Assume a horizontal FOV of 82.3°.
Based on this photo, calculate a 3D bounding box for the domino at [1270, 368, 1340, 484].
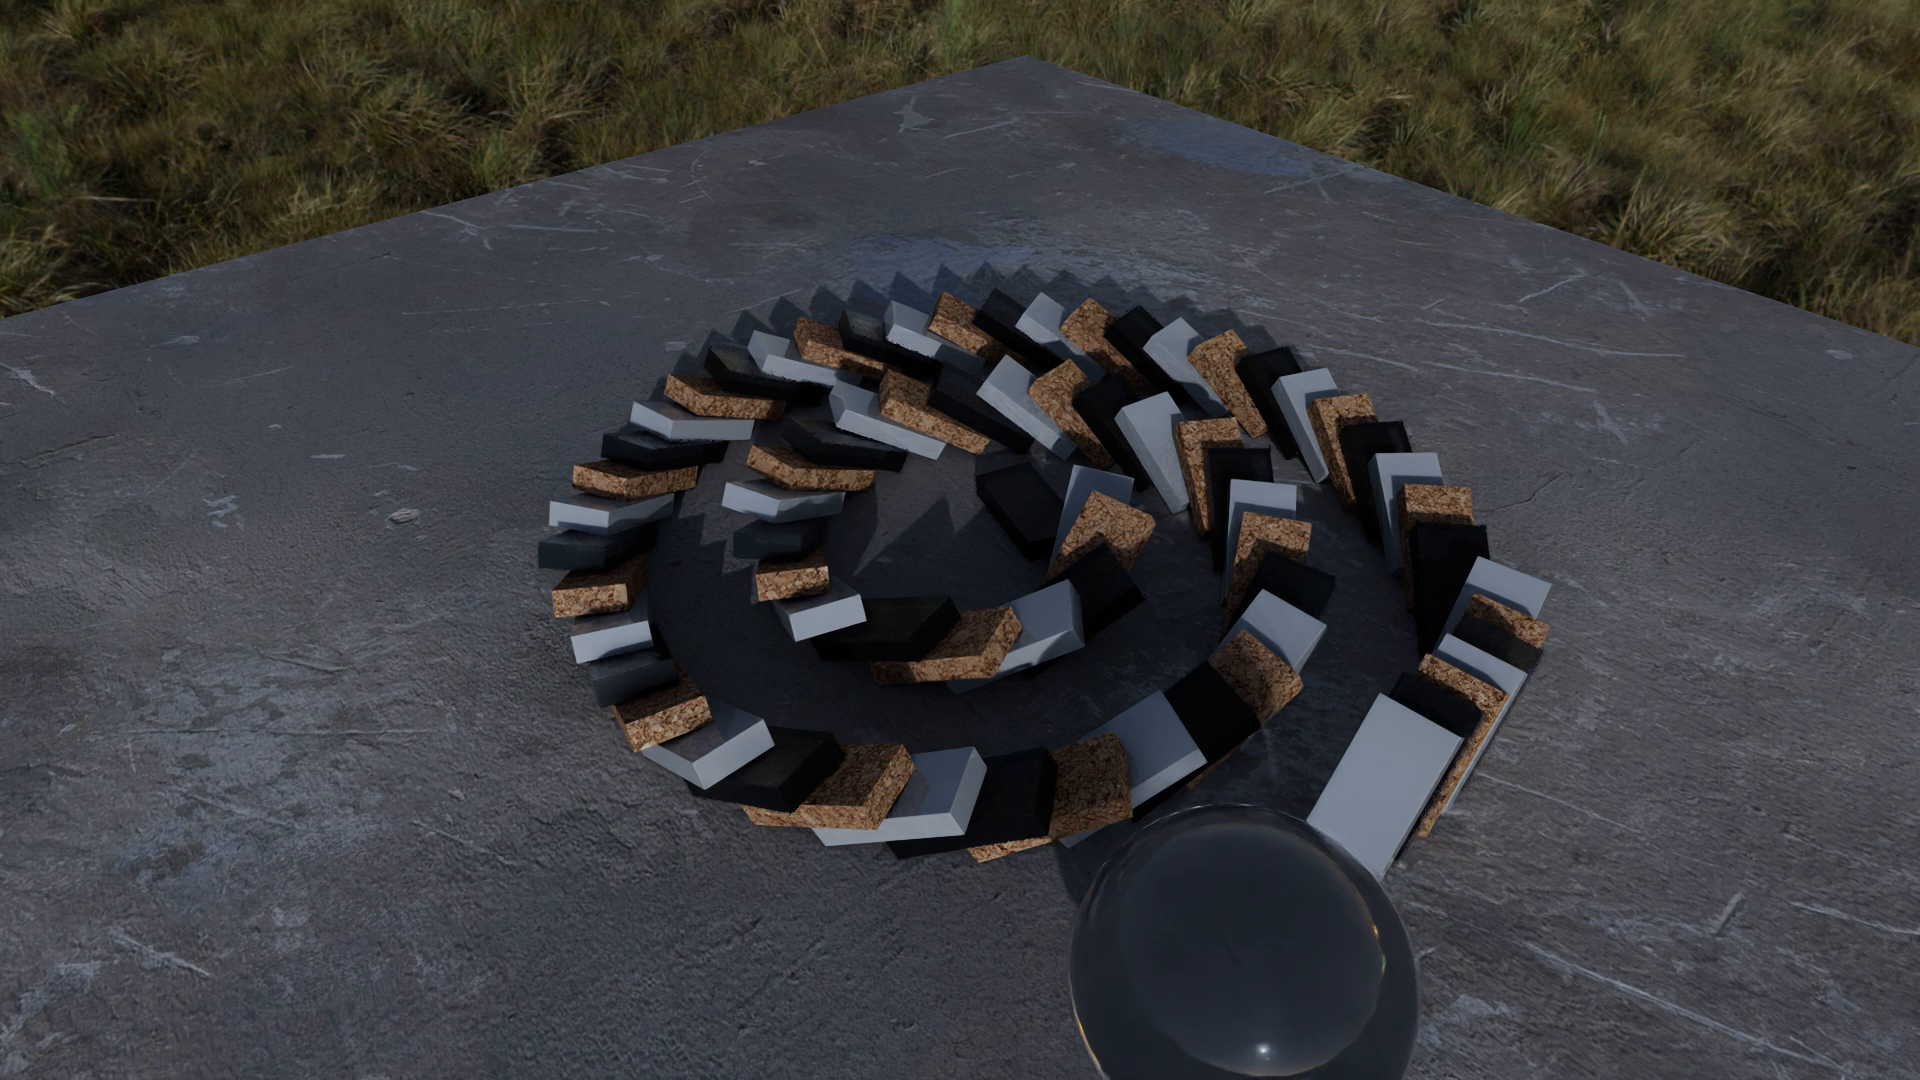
[{"bbox_3d":[0.161,-0.051,0.489,0.025,0.009,0.050,-13,68,-16],"label":"domino"}]

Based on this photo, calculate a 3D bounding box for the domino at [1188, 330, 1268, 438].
[{"bbox_3d":[0.133,-0.074,0.516,0.025,0.010,0.050,-27,74,-29],"label":"domino"}]

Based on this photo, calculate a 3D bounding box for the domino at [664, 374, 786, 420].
[{"bbox_3d":[-0.107,-0.065,0.506,0.025,0.009,0.050,32,21,33],"label":"domino"}]

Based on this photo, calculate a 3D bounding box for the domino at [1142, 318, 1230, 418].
[{"bbox_3d":[0.114,-0.082,0.527,0.050,0.009,0.025,47,54,10],"label":"domino"}]

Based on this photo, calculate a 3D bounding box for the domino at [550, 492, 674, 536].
[{"bbox_3d":[-0.139,-0.013,0.441,0.025,0.009,0.050,10,13,13],"label":"domino"}]

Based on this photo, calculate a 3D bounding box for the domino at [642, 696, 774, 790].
[{"bbox_3d":[-0.082,0.063,0.349,0.025,0.009,0.050,-30,20,-31],"label":"domino"}]

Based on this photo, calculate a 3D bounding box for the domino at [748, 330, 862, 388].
[{"bbox_3d":[-0.075,-0.085,0.530,0.050,0.009,0.025,9,31,-34],"label":"domino"}]

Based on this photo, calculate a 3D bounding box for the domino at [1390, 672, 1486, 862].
[{"bbox_3d":[0.134,0.068,0.333,0.025,0.050,0.010,31,7,32],"label":"domino"}]

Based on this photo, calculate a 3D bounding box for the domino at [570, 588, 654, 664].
[{"bbox_3d":[-0.123,0.029,0.390,0.025,0.010,0.050,-12,13,-14],"label":"domino"}]

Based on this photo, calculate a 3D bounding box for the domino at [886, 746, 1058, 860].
[{"bbox_3d":[0.003,0.079,0.329,0.050,0.009,0.025,-16,33,25],"label":"domino"}]

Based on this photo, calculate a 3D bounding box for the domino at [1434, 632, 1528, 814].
[{"bbox_3d":[0.153,0.058,0.346,0.025,0.050,0.010,31,7,32],"label":"domino"}]

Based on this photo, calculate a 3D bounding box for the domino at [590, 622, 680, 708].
[{"bbox_3d":[-0.112,0.042,0.375,0.025,0.010,0.050,-16,14,-18],"label":"domino"}]

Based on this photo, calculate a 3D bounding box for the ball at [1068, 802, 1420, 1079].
[{"bbox_3d":[0.066,0.104,0.261,0.080,0.080,0.080,0,39,0],"label":"ball"}]

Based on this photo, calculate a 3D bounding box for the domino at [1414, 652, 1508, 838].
[{"bbox_3d":[0.144,0.063,0.339,0.025,0.050,0.009,31,7,32],"label":"domino"}]

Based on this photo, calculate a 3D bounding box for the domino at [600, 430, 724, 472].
[{"bbox_3d":[-0.127,-0.040,0.474,0.025,0.010,0.050,18,15,21],"label":"domino"}]

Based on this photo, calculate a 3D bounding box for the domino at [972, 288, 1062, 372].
[{"bbox_3d":[0.033,-0.104,0.553,0.050,0.009,0.025,32,42,-5],"label":"domino"}]

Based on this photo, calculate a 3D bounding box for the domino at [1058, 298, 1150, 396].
[{"bbox_3d":[0.076,-0.096,0.544,0.050,0.010,0.025,40,48,4],"label":"domino"}]

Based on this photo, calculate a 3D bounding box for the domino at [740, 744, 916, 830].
[{"bbox_3d":[-0.041,0.075,0.335,0.050,0.010,0.025,-8,30,35],"label":"domino"}]

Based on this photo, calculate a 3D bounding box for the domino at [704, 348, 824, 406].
[{"bbox_3d":[-0.093,-0.077,0.520,0.050,0.010,0.025,5,29,-41],"label":"domino"}]

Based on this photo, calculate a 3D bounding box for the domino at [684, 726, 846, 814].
[{"bbox_3d":[-0.062,0.070,0.341,0.050,0.010,0.025,-4,29,43],"label":"domino"}]

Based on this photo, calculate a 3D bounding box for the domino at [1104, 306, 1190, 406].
[{"bbox_3d":[0.097,-0.090,0.536,0.050,0.010,0.025,46,53,9],"label":"domino"}]

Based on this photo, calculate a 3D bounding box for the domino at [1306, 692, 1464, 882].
[{"bbox_3d":[0.125,0.074,0.327,0.025,0.050,0.009,31,7,32],"label":"domino"}]

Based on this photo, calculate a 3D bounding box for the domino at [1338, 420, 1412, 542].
[{"bbox_3d":[0.177,-0.025,0.456,0.025,0.009,0.050,-5,67,-6],"label":"domino"}]

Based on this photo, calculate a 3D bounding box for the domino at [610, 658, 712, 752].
[{"bbox_3d":[-0.100,0.053,0.361,0.025,0.009,0.050,-19,16,-22],"label":"domino"}]

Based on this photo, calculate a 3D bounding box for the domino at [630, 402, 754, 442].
[{"bbox_3d":[-0.119,-0.053,0.491,0.025,0.010,0.050,25,18,28],"label":"domino"}]

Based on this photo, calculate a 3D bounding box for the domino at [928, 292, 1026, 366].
[{"bbox_3d":[0.010,-0.104,0.553,0.050,0.010,0.025,26,38,-13],"label":"domino"}]

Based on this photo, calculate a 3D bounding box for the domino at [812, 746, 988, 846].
[{"bbox_3d":[-0.018,0.077,0.331,0.050,0.010,0.025,-13,32,29],"label":"domino"}]

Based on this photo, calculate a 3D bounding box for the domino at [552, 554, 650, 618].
[{"bbox_3d":[-0.132,0.016,0.406,0.025,0.009,0.050,-5,12,-7],"label":"domino"}]

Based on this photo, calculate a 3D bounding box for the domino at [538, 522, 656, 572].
[{"bbox_3d":[-0.139,0.002,0.424,0.025,0.010,0.050,4,12,5],"label":"domino"}]

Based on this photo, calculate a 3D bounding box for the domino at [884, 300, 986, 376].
[{"bbox_3d":[-0.013,-0.101,0.550,0.050,0.009,0.025,19,35,-21],"label":"domino"}]

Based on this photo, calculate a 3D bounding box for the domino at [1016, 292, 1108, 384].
[{"bbox_3d":[0.054,-0.101,0.549,0.050,0.010,0.025,35,45,-1],"label":"domino"}]

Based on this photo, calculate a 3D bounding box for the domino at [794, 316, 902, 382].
[{"bbox_3d":[-0.055,-0.093,0.539,0.050,0.010,0.025,13,32,-28],"label":"domino"}]

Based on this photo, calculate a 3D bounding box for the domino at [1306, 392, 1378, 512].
[{"bbox_3d":[0.170,-0.038,0.473,0.025,0.010,0.050,-8,67,-10],"label":"domino"}]

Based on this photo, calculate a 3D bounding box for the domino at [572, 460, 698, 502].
[{"bbox_3d":[-0.134,-0.026,0.458,0.025,0.010,0.050,14,14,17],"label":"domino"}]

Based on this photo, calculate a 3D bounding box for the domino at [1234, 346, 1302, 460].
[{"bbox_3d":[0.150,-0.063,0.503,0.025,0.010,0.050,-17,70,-20],"label":"domino"}]

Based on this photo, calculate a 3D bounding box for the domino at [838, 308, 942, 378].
[{"bbox_3d":[-0.034,-0.097,0.545,0.050,0.009,0.025,15,33,-26],"label":"domino"}]
